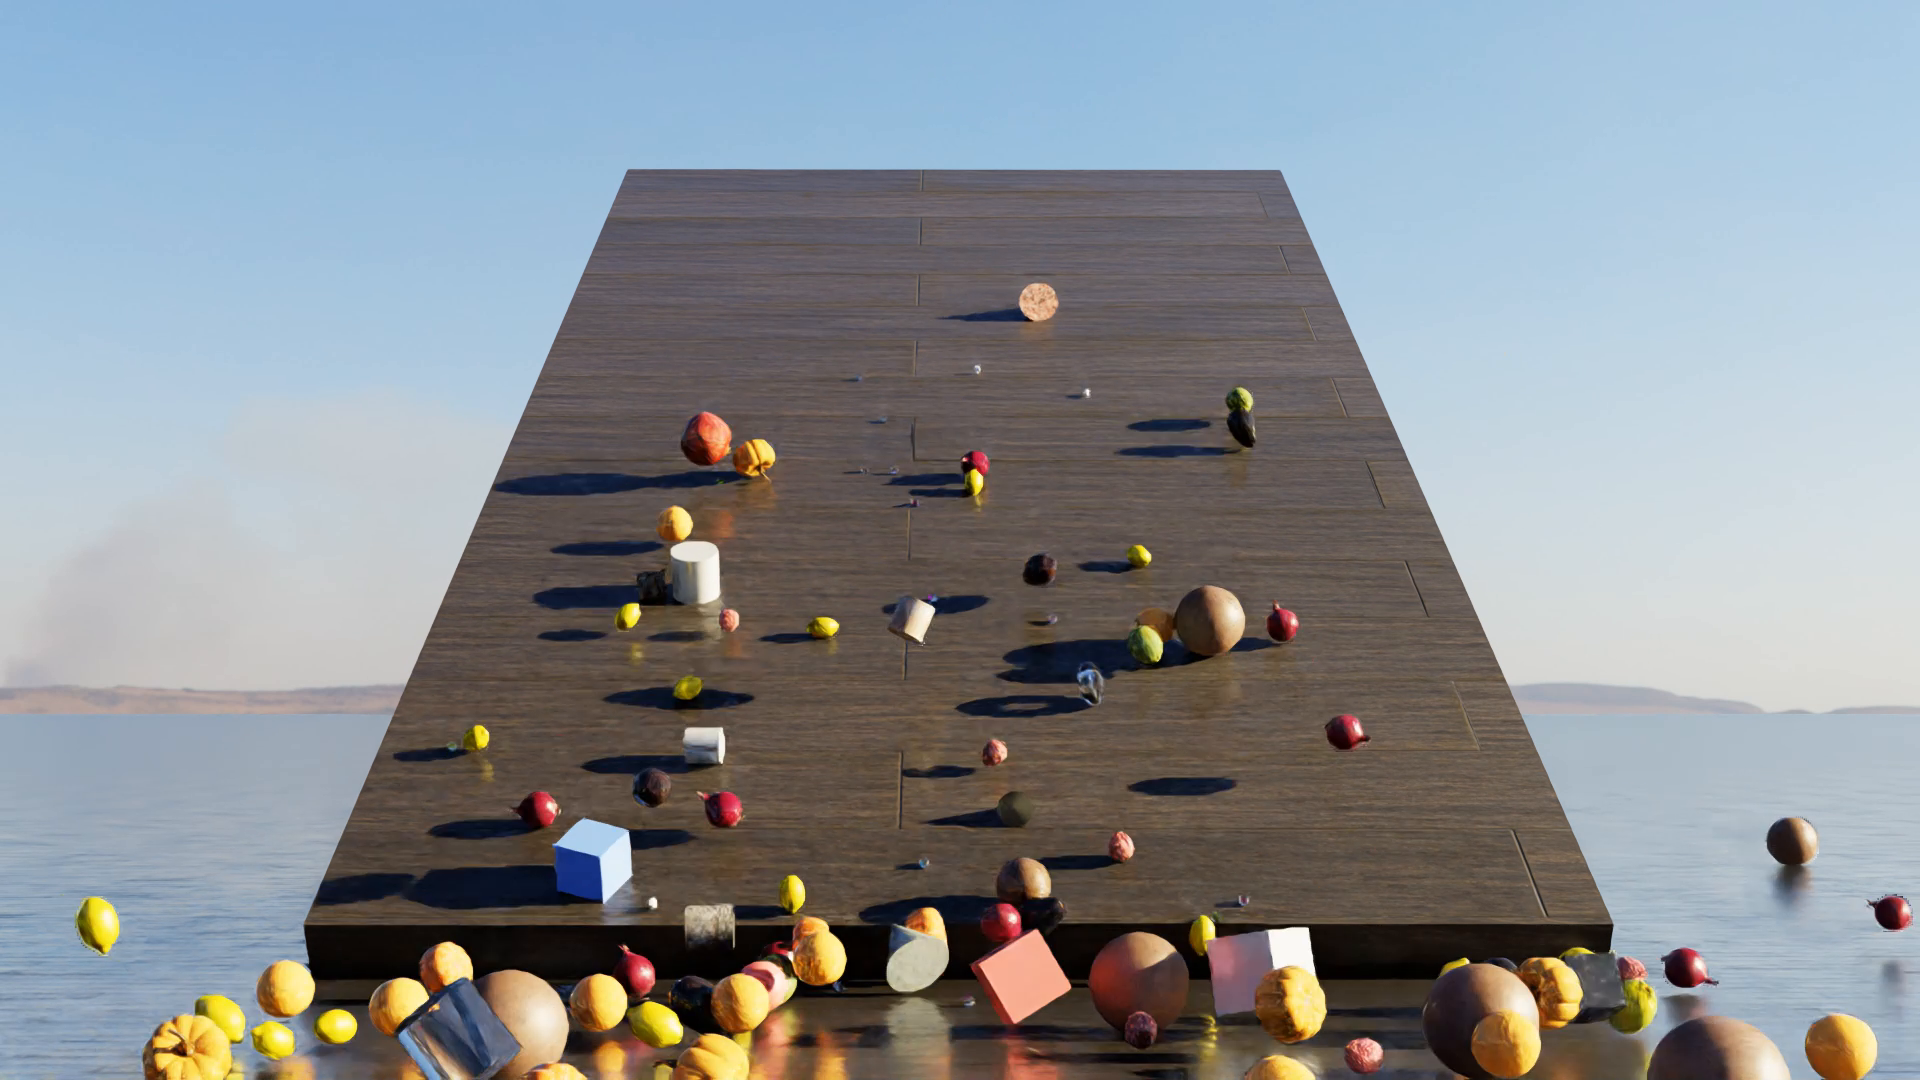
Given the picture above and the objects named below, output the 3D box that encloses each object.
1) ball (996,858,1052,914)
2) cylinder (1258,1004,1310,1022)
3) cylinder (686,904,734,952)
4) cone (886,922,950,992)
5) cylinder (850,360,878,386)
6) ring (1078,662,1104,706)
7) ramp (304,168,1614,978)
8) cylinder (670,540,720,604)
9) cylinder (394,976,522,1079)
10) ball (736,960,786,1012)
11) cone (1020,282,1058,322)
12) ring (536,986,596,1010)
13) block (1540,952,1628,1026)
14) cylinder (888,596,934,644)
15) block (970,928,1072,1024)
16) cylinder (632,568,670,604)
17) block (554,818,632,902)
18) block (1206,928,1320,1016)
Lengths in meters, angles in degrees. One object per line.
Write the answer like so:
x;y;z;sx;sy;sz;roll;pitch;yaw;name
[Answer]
0.097;0.530;3.605;0.086;0.086;0.086;0;-4;0;ball
0.424;0.607;3.126;0.069;0.069;0.069;-2;-27;24;cylinder
-0.374;0.581;3.514;0.070;0.070;0.070;-1;-4;-4;cylinder
-0.081;0.589;3.429;0.100;0.100;0.100;2;28;-29;cone
-0.232;-0.392;5.606;0.060;0.060;0.060;9;-5;1;cylinder
0.234;0.256;4.184;0.027;0.080;0.080;-14;-9;23;ring
-0.009;-0.229;5.411;2.000;0.100;4.000;0;26;0;ramp
-0.516;0.063;4.573;0.092;0.092;0.092;0;26;0;cylinder
-0.492;0.491;2.305;0.088;0.088;0.088;-39;-9;-7;cylinder
-0.273;0.613;3.227;0.070;0.070;0.070;0;-4;0;ball
0.194;-0.605;6.032;0.099;0.099;0.099;1;-1;-8;cone
-0.547;0.638;3.271;0.084;0.028;0.084;1;-5;0;ring
0.788;0.567;2.968;0.069;0.069;0.069;-1;-28;-15;block
-0.086;0.141;4.185;0.065;0.065;0.065;23;-13;6;cylinder
0.075;0.543;2.926;0.085;0.085;0.085;-30;-5;-13;block
-0.599;0.089;4.559;0.054;0.054;0.054;-24;-6;3;cylinder
-0.573;0.500;3.666;0.084;0.084;0.084;11;28;21;block
0.385;0.549;2.991;0.095;0.095;0.095;-17;-16;37;block
